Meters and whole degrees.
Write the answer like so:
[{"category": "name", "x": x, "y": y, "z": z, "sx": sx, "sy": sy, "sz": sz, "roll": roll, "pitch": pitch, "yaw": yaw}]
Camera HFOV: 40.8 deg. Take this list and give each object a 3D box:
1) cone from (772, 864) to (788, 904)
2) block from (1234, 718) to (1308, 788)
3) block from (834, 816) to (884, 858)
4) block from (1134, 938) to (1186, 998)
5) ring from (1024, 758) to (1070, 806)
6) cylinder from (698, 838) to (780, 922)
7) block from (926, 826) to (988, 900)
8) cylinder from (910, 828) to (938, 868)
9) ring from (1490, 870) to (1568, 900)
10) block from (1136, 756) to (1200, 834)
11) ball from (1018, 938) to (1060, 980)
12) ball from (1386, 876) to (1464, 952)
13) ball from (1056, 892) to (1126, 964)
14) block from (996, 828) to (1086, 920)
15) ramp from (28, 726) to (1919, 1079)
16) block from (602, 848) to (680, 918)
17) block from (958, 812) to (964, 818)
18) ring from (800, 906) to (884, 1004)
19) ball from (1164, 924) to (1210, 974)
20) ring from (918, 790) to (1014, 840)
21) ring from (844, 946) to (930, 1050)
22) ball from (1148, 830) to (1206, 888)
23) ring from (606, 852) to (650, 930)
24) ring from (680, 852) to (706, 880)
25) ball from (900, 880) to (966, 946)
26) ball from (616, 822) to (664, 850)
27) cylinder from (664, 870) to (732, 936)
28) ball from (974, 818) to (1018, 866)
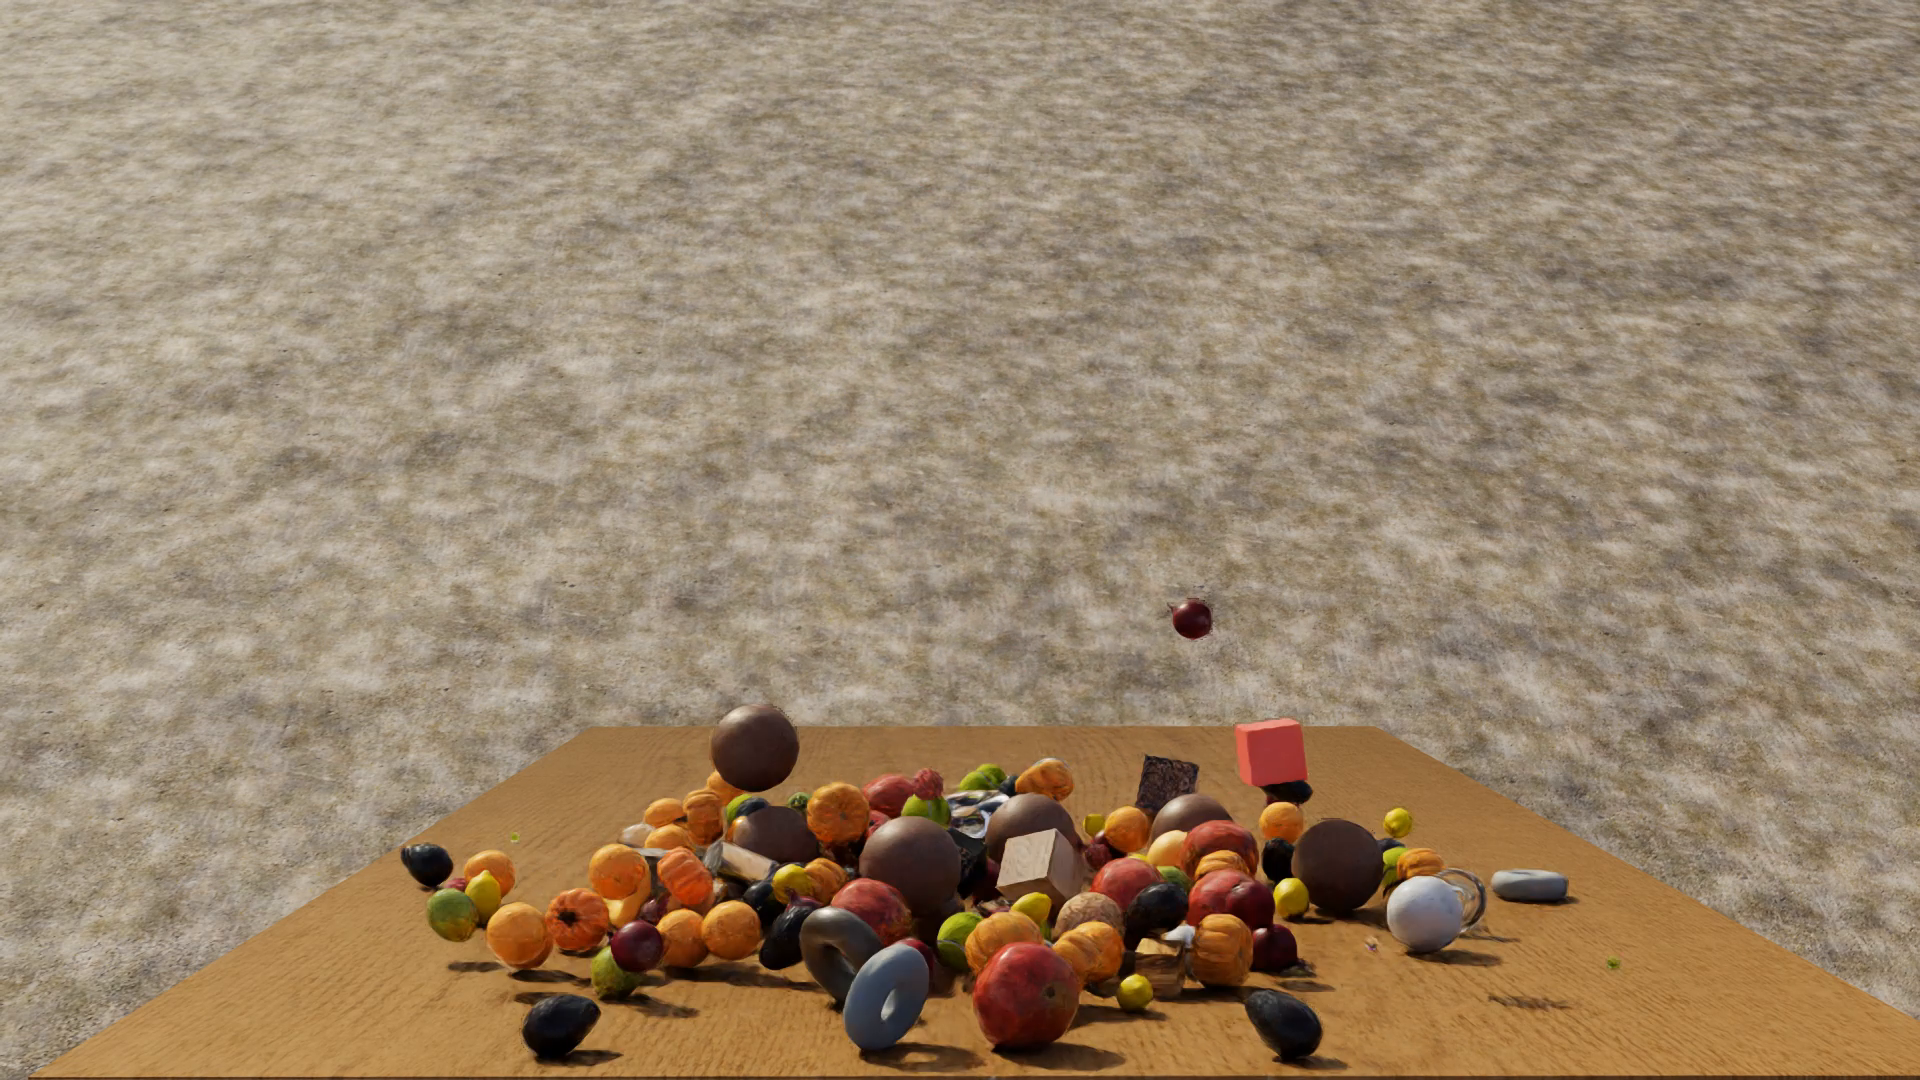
[{"category": "cone", "x": -0.278, "y": 0.505, "z": 3.735, "sx": 0.069, "sy": 0.069, "sz": 0.069, "roll": -1, "pitch": 64, "yaw": 3}, {"category": "block", "x": 0.444, "y": 0.303, "z": 3.690, "sx": 0.080, "sy": 0.080, "sz": 0.080, "roll": -7, "pitch": 2, "yaw": -5}, {"category": "block", "x": -0.164, "y": 0.484, "z": 4.205, "sx": 0.060, "sy": 0.060, "sz": 0.060, "roll": 0, "pitch": 1, "yaw": 30}, {"category": "block", "x": 0.235, "y": 0.502, "z": 3.032, "sx": 0.051, "sy": 0.051, "sz": 0.051, "roll": 2, "pitch": 11, "yaw": 15}, {"category": "ring", "x": 0.148, "y": 0.411, "z": 4.398, "sx": 0.091, "sy": 0.030, "sz": 0.091, "roll": -25, "pitch": 43, "yaw": 26}, {"category": "cylinder", "x": -0.306, "y": 0.466, "z": 3.539, "sx": 0.088, "sy": 0.088, "sz": 0.088, "roll": 25, "pitch": 21, "yaw": -20}, {"category": "block", "x": -0.004, "y": 0.443, "z": 3.537, "sx": 0.060, "sy": 0.060, "sz": 0.060, "roll": 25, "pitch": 52, "yaw": 24}, {"category": "cylinder", "x": -0.040, "y": 0.483, "z": 4.066, "sx": 0.062, "sy": 0.062, "sz": 0.062, "roll": -1, "pitch": 27, "yaw": -14}, {"category": "ring", "x": 0.828, "y": 0.501, "z": 3.754, "sx": 0.110, "sy": 0.037, "sz": 0.110, "roll": 2, "pitch": 0, "yaw": 0}, {"category": "block", "x": 0.359, "y": 0.439, "z": 4.458, "sx": 0.094, "sy": 0.094, "sz": 0.094, "roll": 9, "pitch": 67, "yaw": 10}, {"category": "ball", "x": 0.096, "y": 0.505, "z": 3.110, "sx": 0.050, "sy": 0.050, "sz": 0.050, "roll": 0, "pitch": 27, "yaw": 0}, {"category": "ball", "x": 0.594, "y": 0.478, "z": 3.301, "sx": 0.098, "sy": 0.098, "sz": 0.098, "roll": 0, "pitch": 27, "yaw": 0}, {"category": "ball", "x": 0.163, "y": 0.481, "z": 3.204, "sx": 0.088, "sy": 0.088, "sz": 0.088, "roll": 0, "pitch": 27, "yaw": 0}, {"category": "block", "x": 0.108, "y": 0.443, "z": 3.417, "sx": 0.079, "sy": 0.079, "sz": 0.079, "roll": -16, "pitch": 40, "yaw": 31}, {"category": "ramp", "x": 0.062, "y": 0.557, "z": 4.595, "sx": 2.000, "sy": 0.100, "sz": 4.000, "roll": 0, "pitch": 1, "yaw": 0}, {"category": "block", "x": -0.448, "y": 0.481, "z": 3.619, "sx": 0.084, "sy": 0.084, "sz": 0.084, "roll": -1, "pitch": 1, "yaw": -28}, {"category": "block", "x": 0.032, "y": 0.485, "z": 4.321, "sx": 0.053, "sy": 0.053, "sz": 0.053, "roll": 0, "pitch": 1, "yaw": -25}, {"category": "ring", "x": -0.131, "y": 0.477, "z": 2.947, "sx": 0.129, "sy": 0.129, "sz": 0.043, "roll": 21, "pitch": 40, "yaw": 35}, {"category": "ball", "x": 0.276, "y": 0.500, "z": 3.152, "sx": 0.060, "sy": 0.060, "sz": 0.060, "roll": 0, "pitch": 27, "yaw": 0}, {"category": "ring", "x": 0.008, "y": 0.408, "z": 3.829, "sx": 0.147, "sy": 0.049, "sz": 0.147, "roll": -9, "pitch": 8, "yaw": 1}, {"category": "ring", "x": -0.077, "y": 0.482, "z": 2.722, "sx": 0.039, "sy": 0.118, "sz": 0.118, "roll": 24, "pitch": 36, "yaw": 33}, {"category": "ball", "x": 0.322, "y": 0.476, "z": 3.845, "sx": 0.086, "sy": 0.086, "sz": 0.086, "roll": 0, "pitch": 27, "yaw": 0}, {"category": "ring", "x": -0.442, "y": 0.468, "z": 3.447, "sx": 0.035, "sy": 0.105, "sz": 0.105, "roll": 9, "pitch": 22, "yaw": -27}, {"category": "ring", "x": -0.387, "y": 0.496, "z": 3.871, "sx": 0.139, "sy": 0.046, "sz": 0.139, "roll": -1, "pitch": 0, "yaw": 0}, {"category": "ball", "x": -0.036, "y": 0.482, "z": 3.339, "sx": 0.086, "sy": 0.086, "sz": 0.086, "roll": 0, "pitch": 27, "yaw": 0}, {"category": "ball", "x": -0.501, "y": 0.480, "z": 4.047, "sx": 0.073, "sy": 0.073, "sz": 0.073, "roll": 0, "pitch": 27, "yaw": 0}, {"category": "cylinder", "x": -0.340, "y": 0.472, "z": 3.355, "sx": 0.063, "sy": 0.063, "sz": 0.063, "roll": 36, "pitch": 38, "yaw": 11}, {"category": "ball", "x": 0.042, "y": 0.466, "z": 4.085, "sx": 0.099, "sy": 0.099, "sz": 0.099, "roll": 0, "pitch": 27, "yaw": 0}]
